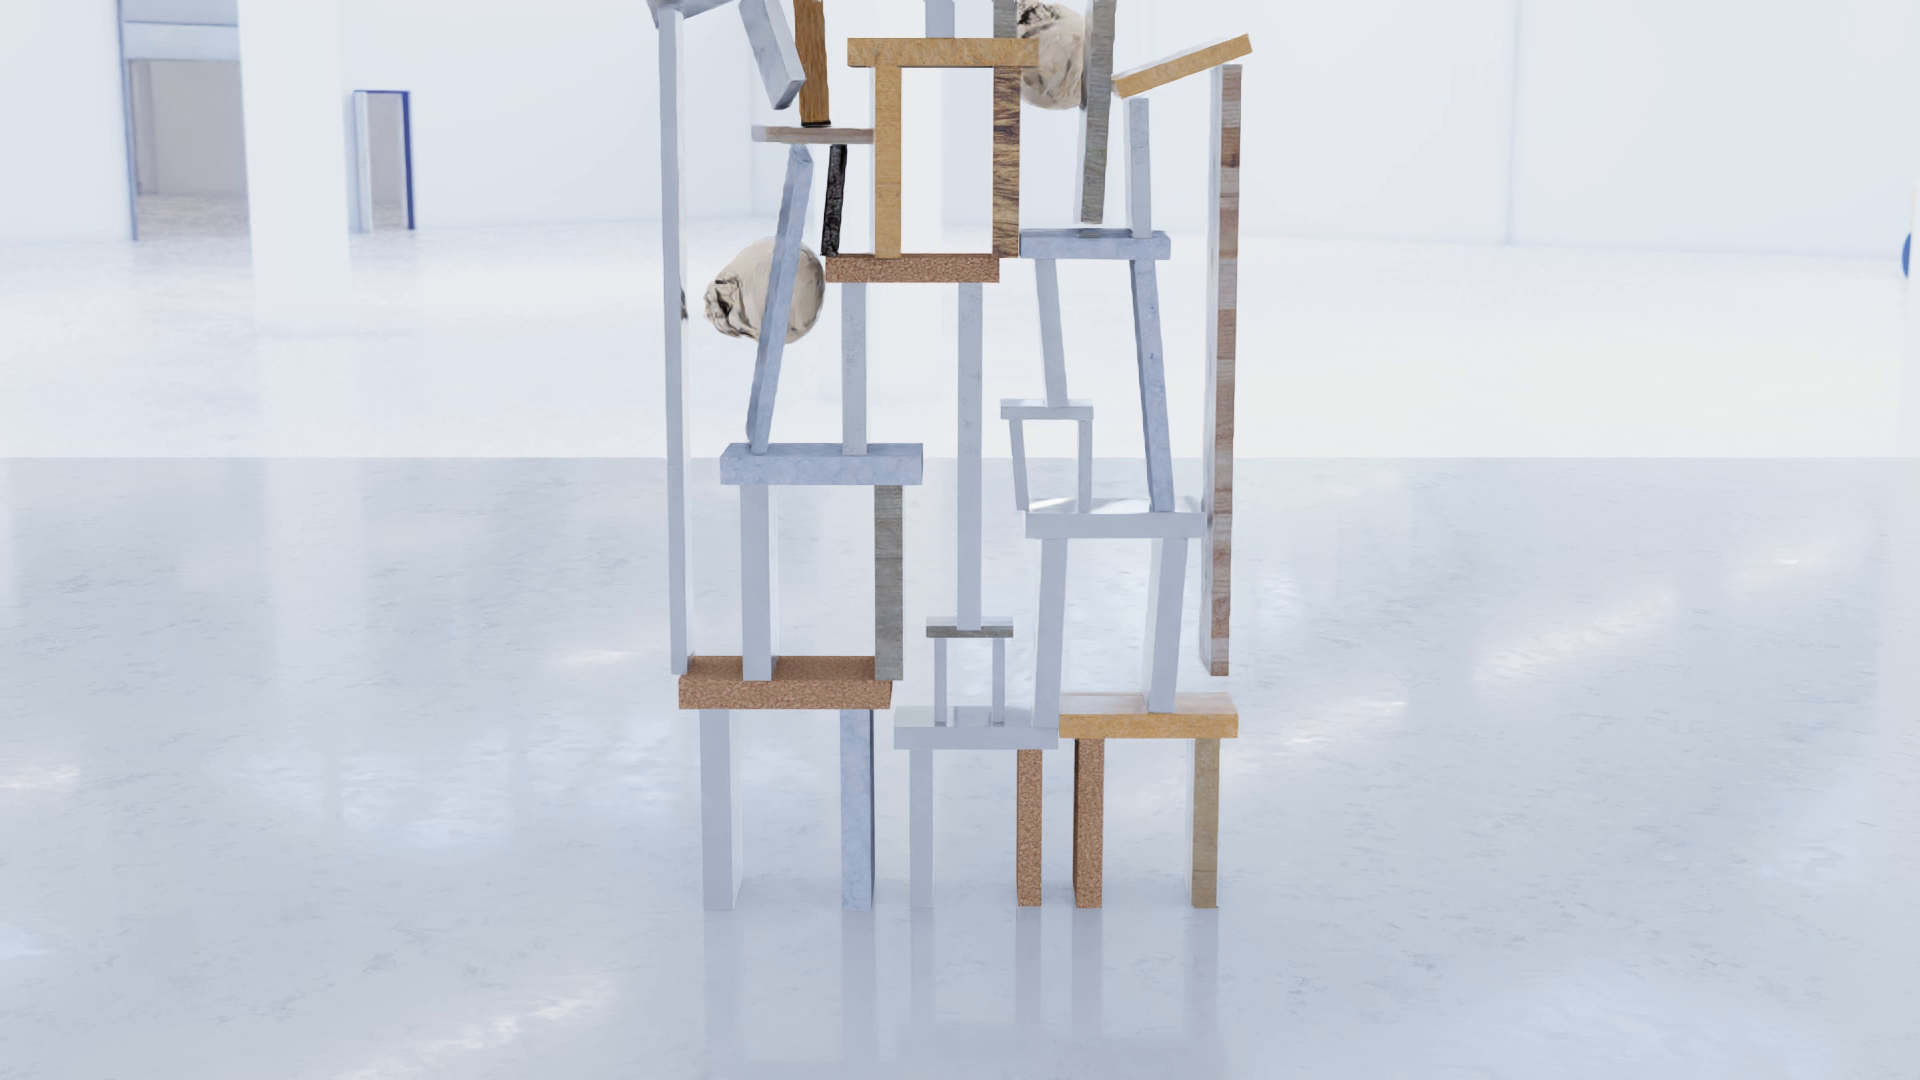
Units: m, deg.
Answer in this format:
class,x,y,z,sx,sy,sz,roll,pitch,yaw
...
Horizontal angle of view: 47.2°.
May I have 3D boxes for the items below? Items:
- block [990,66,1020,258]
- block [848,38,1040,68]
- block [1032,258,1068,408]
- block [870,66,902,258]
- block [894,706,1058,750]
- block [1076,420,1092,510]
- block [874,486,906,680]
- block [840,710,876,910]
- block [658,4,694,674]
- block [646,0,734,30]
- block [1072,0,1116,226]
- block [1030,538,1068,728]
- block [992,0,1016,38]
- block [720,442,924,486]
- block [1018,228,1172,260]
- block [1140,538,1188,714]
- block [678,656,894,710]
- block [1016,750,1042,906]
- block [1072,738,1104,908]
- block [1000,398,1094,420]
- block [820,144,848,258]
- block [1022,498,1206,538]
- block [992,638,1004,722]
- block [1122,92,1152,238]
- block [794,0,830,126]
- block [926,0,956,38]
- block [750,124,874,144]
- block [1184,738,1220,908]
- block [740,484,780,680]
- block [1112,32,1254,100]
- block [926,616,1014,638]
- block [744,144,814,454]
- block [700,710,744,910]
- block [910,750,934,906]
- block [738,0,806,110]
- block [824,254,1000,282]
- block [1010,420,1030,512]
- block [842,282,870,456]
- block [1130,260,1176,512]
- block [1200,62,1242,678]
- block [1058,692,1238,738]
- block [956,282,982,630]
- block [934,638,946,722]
class,x,y,z,sx,sy,sz,roll,pitch,yaw
block,0.071,-0.593,3.448,0.041,0.292,0.146,0,11,0
block,-0.026,-0.756,3.416,0.292,0.041,0.146,0,11,0
block,0.141,-0.334,3.467,0.033,0.230,0.115,-6,15,0
block,-0.117,-0.592,3.446,0.041,0.292,0.146,-1,11,-5
block,0.026,0.309,3.622,0.266,0.038,0.133,0,11,0
block,0.199,-0.128,3.525,0.021,0.148,0.074,0,14,0
block,-0.113,0.055,3.567,0.045,0.317,0.158,0,11,0
block,-0.169,0.423,3.643,0.048,0.338,0.169,0,11,0
block,-0.443,-0.296,3.440,0.026,1.049,0.091,1,18,0
block,-0.396,-0.856,3.388,0.182,0.026,0.091,-22,-26,-6
block,0.214,-0.764,3.398,0.035,0.548,0.122,3,6,-3
block,0.144,0.137,3.589,0.041,0.310,0.143,2,11,-1
block,0.068,-0.897,3.391,0.035,0.244,0.122,0,11,0
block,-0.218,-0.123,3.534,0.317,0.045,0.158,0,11,0
block,0.207,-0.462,3.434,0.230,0.033,0.115,0,15,-2
block,0.332,0.124,3.587,0.041,0.286,0.143,3,11,-2
block,-0.282,0.233,3.607,0.338,0.048,0.169,0,11,0
block,0.114,0.458,3.650,0.038,0.266,0.133,0,11,0
block,0.212,0.449,3.643,0.041,0.287,0.144,0,11,0
block,0.138,-0.209,3.502,0.148,0.021,0.074,0,14,1
block,-0.198,-0.535,3.454,0.024,0.172,0.086,6,12,-2
block,0.246,-0.036,3.553,0.286,0.041,0.143,0,11,0
block,0.063,0.221,3.602,0.020,0.141,0.071,0,11,0
block,0.274,-0.580,3.399,0.030,0.211,0.106,-3,17,-1
block,-0.236,-0.869,3.382,0.045,0.453,0.158,-3,8,-3
block,-0.032,-0.933,3.385,0.045,0.317,0.158,0,11,0
block,-0.229,-0.627,3.403,0.172,0.024,0.086,-3,13,-21
block,0.401,0.448,3.644,0.041,0.287,0.144,0,11,1
block,-0.324,0.055,3.567,0.045,0.317,0.158,0,11,0
block,0.335,-0.727,3.364,0.212,0.030,0.106,-19,15,2
block,0.015,0.142,3.587,0.141,0.020,0.071,0,11,0
block,-0.282,-0.370,3.417,0.024,0.481,0.086,4,27,-15
block,-0.395,0.423,3.643,0.048,0.338,0.169,0,11,0
block,-0.063,0.458,3.650,0.038,0.266,0.133,0,11,0
block,-0.286,-0.756,3.338,0.026,0.182,0.091,-13,-13,-26
block,-0.074,-0.431,3.480,0.271,0.038,0.135,0,11,0
block,0.095,-0.127,3.525,0.021,0.148,0.074,-5,14,2
block,-0.166,-0.279,3.509,0.038,0.271,0.135,0,11,0
block,0.305,-0.253,3.494,0.033,0.399,0.115,-6,15,1
block,0.412,-0.261,3.489,0.030,0.970,0.106,-2,15,-4
block,0.305,0.287,3.615,0.287,0.041,0.144,0,11,0
block,0.015,-0.140,3.535,0.038,0.553,0.135,0,11,0
block,-0.032,0.221,3.602,0.020,0.141,0.071,0,11,0
